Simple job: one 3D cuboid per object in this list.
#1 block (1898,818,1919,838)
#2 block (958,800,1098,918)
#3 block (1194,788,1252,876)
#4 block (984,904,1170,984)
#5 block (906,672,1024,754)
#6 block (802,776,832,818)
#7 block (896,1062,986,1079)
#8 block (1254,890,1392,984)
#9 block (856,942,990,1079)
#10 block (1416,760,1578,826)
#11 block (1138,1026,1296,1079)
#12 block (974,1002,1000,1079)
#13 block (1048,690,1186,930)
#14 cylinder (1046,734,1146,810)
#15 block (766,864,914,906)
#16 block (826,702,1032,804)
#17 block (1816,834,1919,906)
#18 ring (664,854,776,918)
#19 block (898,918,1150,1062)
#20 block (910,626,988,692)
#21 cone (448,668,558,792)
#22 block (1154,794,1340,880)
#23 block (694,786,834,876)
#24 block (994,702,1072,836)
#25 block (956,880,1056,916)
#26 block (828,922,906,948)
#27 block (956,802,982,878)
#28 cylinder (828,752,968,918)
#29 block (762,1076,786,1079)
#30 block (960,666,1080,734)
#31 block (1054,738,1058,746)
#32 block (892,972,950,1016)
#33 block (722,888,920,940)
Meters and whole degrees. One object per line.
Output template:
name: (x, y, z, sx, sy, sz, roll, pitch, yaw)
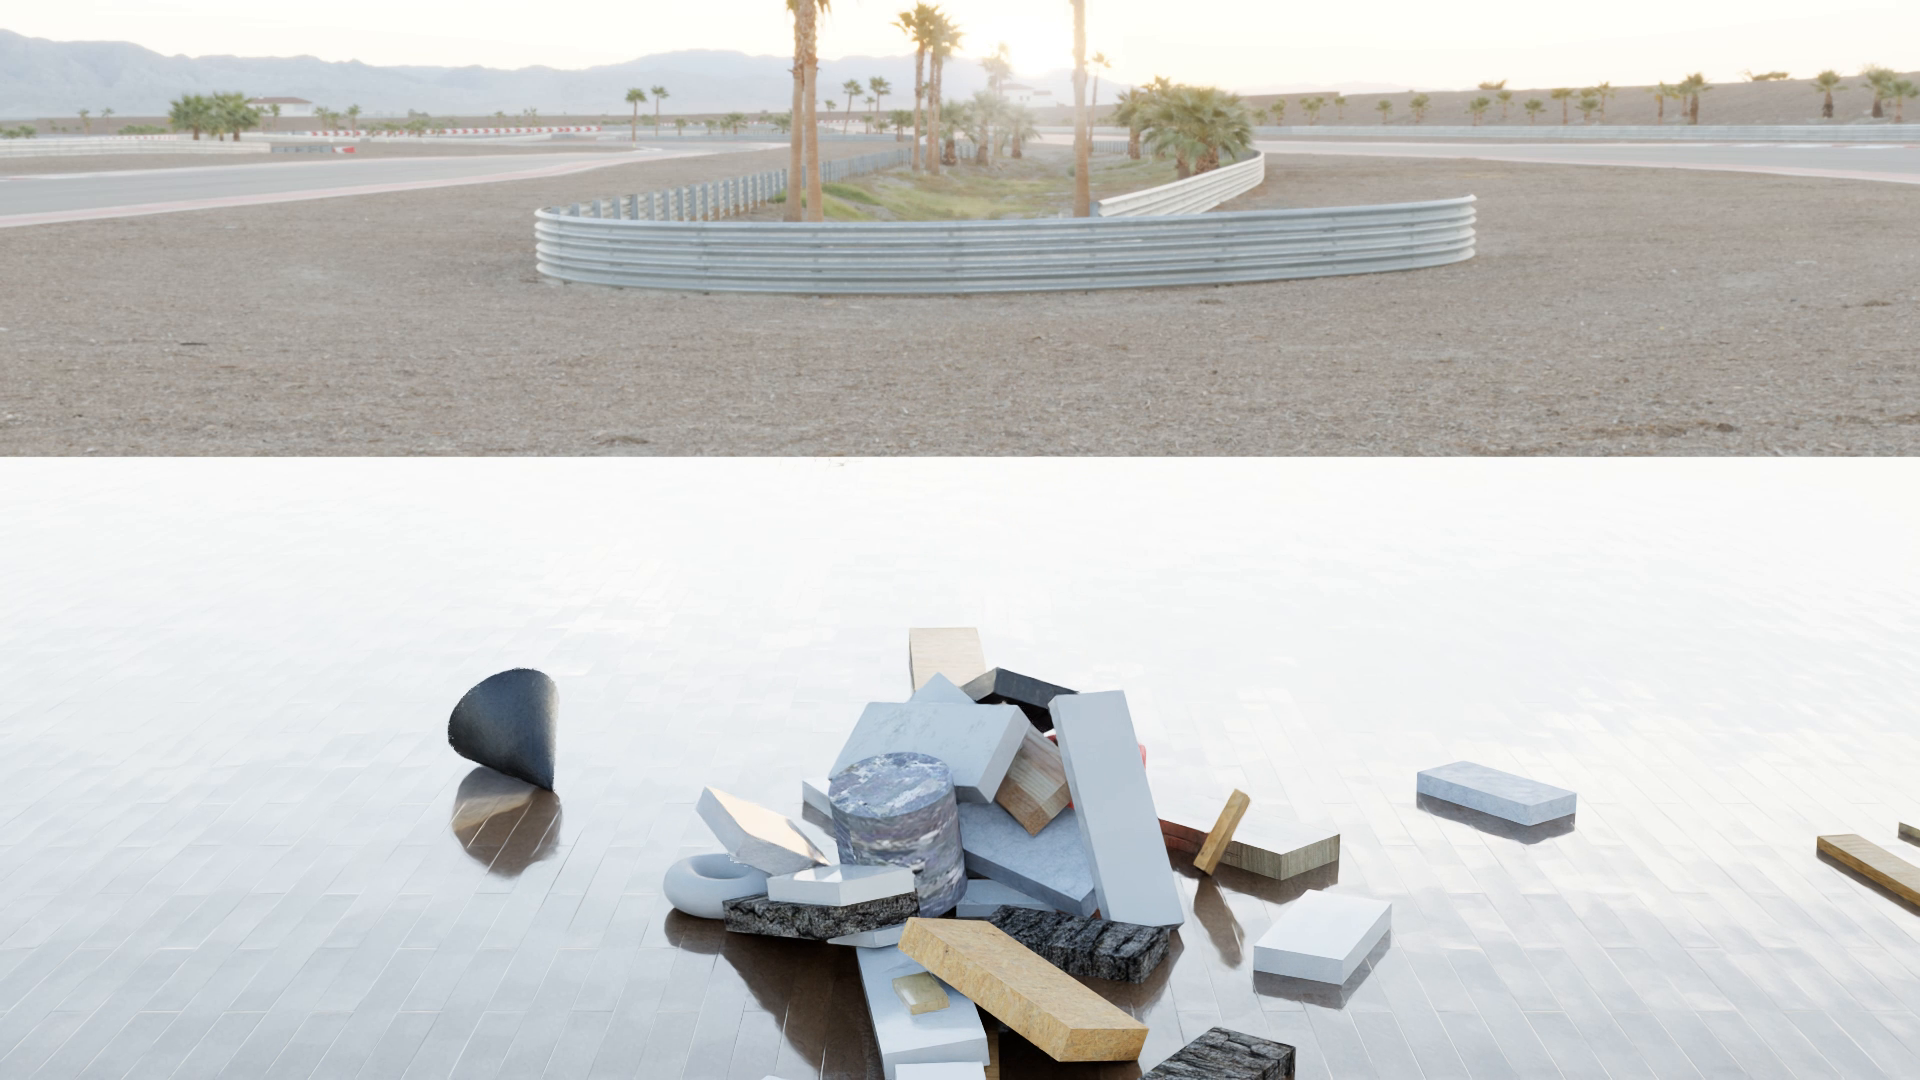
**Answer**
block: (1.756, 0.528, 3.958, 0.058, 0.017, 0.117, -4, 11, -20)
block: (0.125, 0.505, 3.638, 0.327, 0.046, 0.163, 18, 46, 38)
block: (0.445, 0.496, 3.734, 0.021, 0.148, 0.074, 27, -8, 20)
block: (0.169, 0.622, 3.390, 0.277, 0.039, 0.139, 4, 11, 23)
block: (-0.015, 0.335, 3.792, 0.135, 0.038, 0.269, -42, 34, -8)
block: (-0.179, 0.491, 4.099, 0.135, 0.038, 0.269, -5, 12, -27)
block: (-0.018, 0.714, 2.742, 0.112, 0.032, 0.225, -1, 11, -5)
block: (0.567, 0.615, 3.424, 0.139, 0.039, 0.277, 5, 12, 25)
block: (-0.058, 0.647, 3.077, 0.139, 0.039, 0.404, -8, 10, -6)
block: (1.015, 0.478, 4.169, 0.135, 0.038, 0.271, -8, 13, -36)
block: (0.333, 0.714, 2.908, 0.123, 0.035, 0.247, 7, 13, 34)
block: (-0.006, 0.775, 2.586, 0.113, 0.032, 1.233, 0, 11, 0)
block: (0.251, 0.438, 3.554, 0.123, 0.404, 0.035, -4, -26, -20)
cylinder: (0.217, 0.460, 3.801, 0.207, 0.207, 0.207, 0, 11, 0)
block: (-0.184, 0.523, 3.335, 0.123, 0.035, 0.247, -7, -3, -31)
block: (-0.055, 0.357, 3.725, 0.335, 0.047, 0.167, -2, 47, 40)
block: (1.591, 0.569, 3.725, 0.074, 0.021, 0.387, -2, 11, -10)
ring: (-0.392, 0.568, 3.613, 0.191, 0.064, 0.191, 4, 11, -1)
block: (0.085, 0.623, 3.063, 0.167, 0.047, 0.335, 13, 9, -46)
block: (-0.012, 0.359, 4.780, 0.167, 0.047, 1.324, 0, 11, -3)
cone: (-0.846, 0.418, 4.306, 0.237, 0.237, 0.237, -8, 40, -36)
block: (0.492, 0.523, 3.901, 0.163, 0.046, 0.327, -10, 14, -43)
block: (-0.336, 0.507, 3.747, 0.167, 0.047, 0.335, 25, -1, -19)
block: (0.097, 0.382, 3.705, 0.135, 0.038, 0.269, -42, 34, -8)
block: (0.073, 0.585, 3.596, 0.160, 0.023, 0.080, 0, 21, -2)
block: (-0.130, 0.592, 3.312, 0.080, 0.023, 0.160, -7, -3, -30)
block: (-0.038, 0.465, 3.797, 0.135, 0.038, 0.271, -4, 46, -5)
cylinder: (-0.099, 0.483, 3.569, 0.202, 0.202, 0.202, -6, 24, 3)
block: (-0.220, 0.729, 2.881, 0.107, 0.015, 0.054, 6, 12, 27)
block: (0.062, 0.314, 3.962, 0.167, 0.047, 0.335, 18, -25, -21)
block: (0.220, 0.361, 3.711, 0.074, 0.021, 0.148, -4, 11, -19)
block: (-0.055, 0.626, 3.039, 0.054, 0.015, 0.107, -9, 11, -14)
block: (-0.219, 0.572, 3.401, 0.167, 0.047, 0.335, -7, -3, -32)
